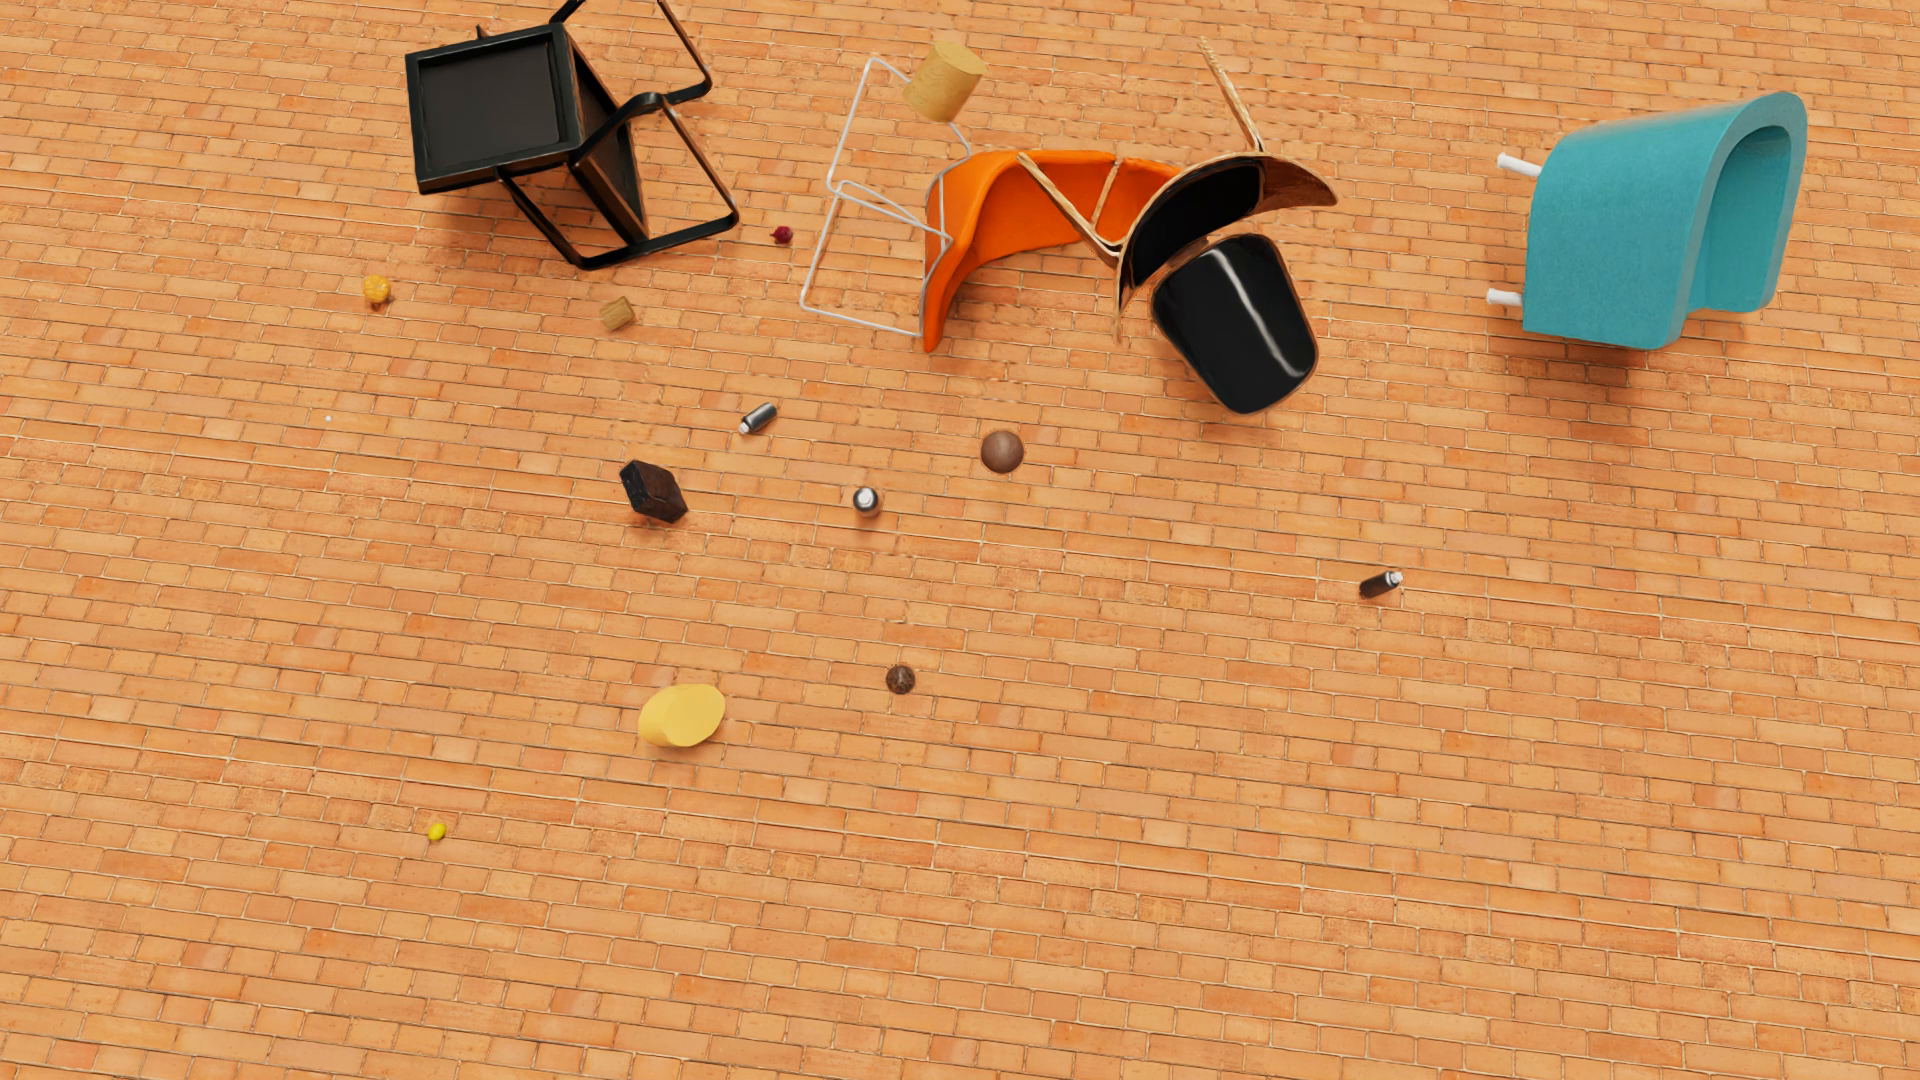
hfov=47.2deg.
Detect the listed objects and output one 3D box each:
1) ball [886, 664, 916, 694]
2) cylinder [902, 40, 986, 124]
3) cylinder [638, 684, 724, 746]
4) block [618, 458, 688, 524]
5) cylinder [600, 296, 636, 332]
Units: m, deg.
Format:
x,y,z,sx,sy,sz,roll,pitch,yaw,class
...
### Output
x,y,z,sx,sy,sz,roll,pitch,yaw,class
-0.165,0.387,6.116,0.083,0.083,0.083,0,56,0,ball
-0.045,-1.335,6.405,0.185,0.180,0.152,0,48,-44,cylinder
-0.774,0.488,6.125,0.111,0.153,0.228,-4,20,45,cylinder
-0.914,-0.145,6.555,0.068,0.169,0.150,-39,59,21,block
-1.092,-0.720,7.008,0.093,0.043,0.082,-29,78,8,cylinder
